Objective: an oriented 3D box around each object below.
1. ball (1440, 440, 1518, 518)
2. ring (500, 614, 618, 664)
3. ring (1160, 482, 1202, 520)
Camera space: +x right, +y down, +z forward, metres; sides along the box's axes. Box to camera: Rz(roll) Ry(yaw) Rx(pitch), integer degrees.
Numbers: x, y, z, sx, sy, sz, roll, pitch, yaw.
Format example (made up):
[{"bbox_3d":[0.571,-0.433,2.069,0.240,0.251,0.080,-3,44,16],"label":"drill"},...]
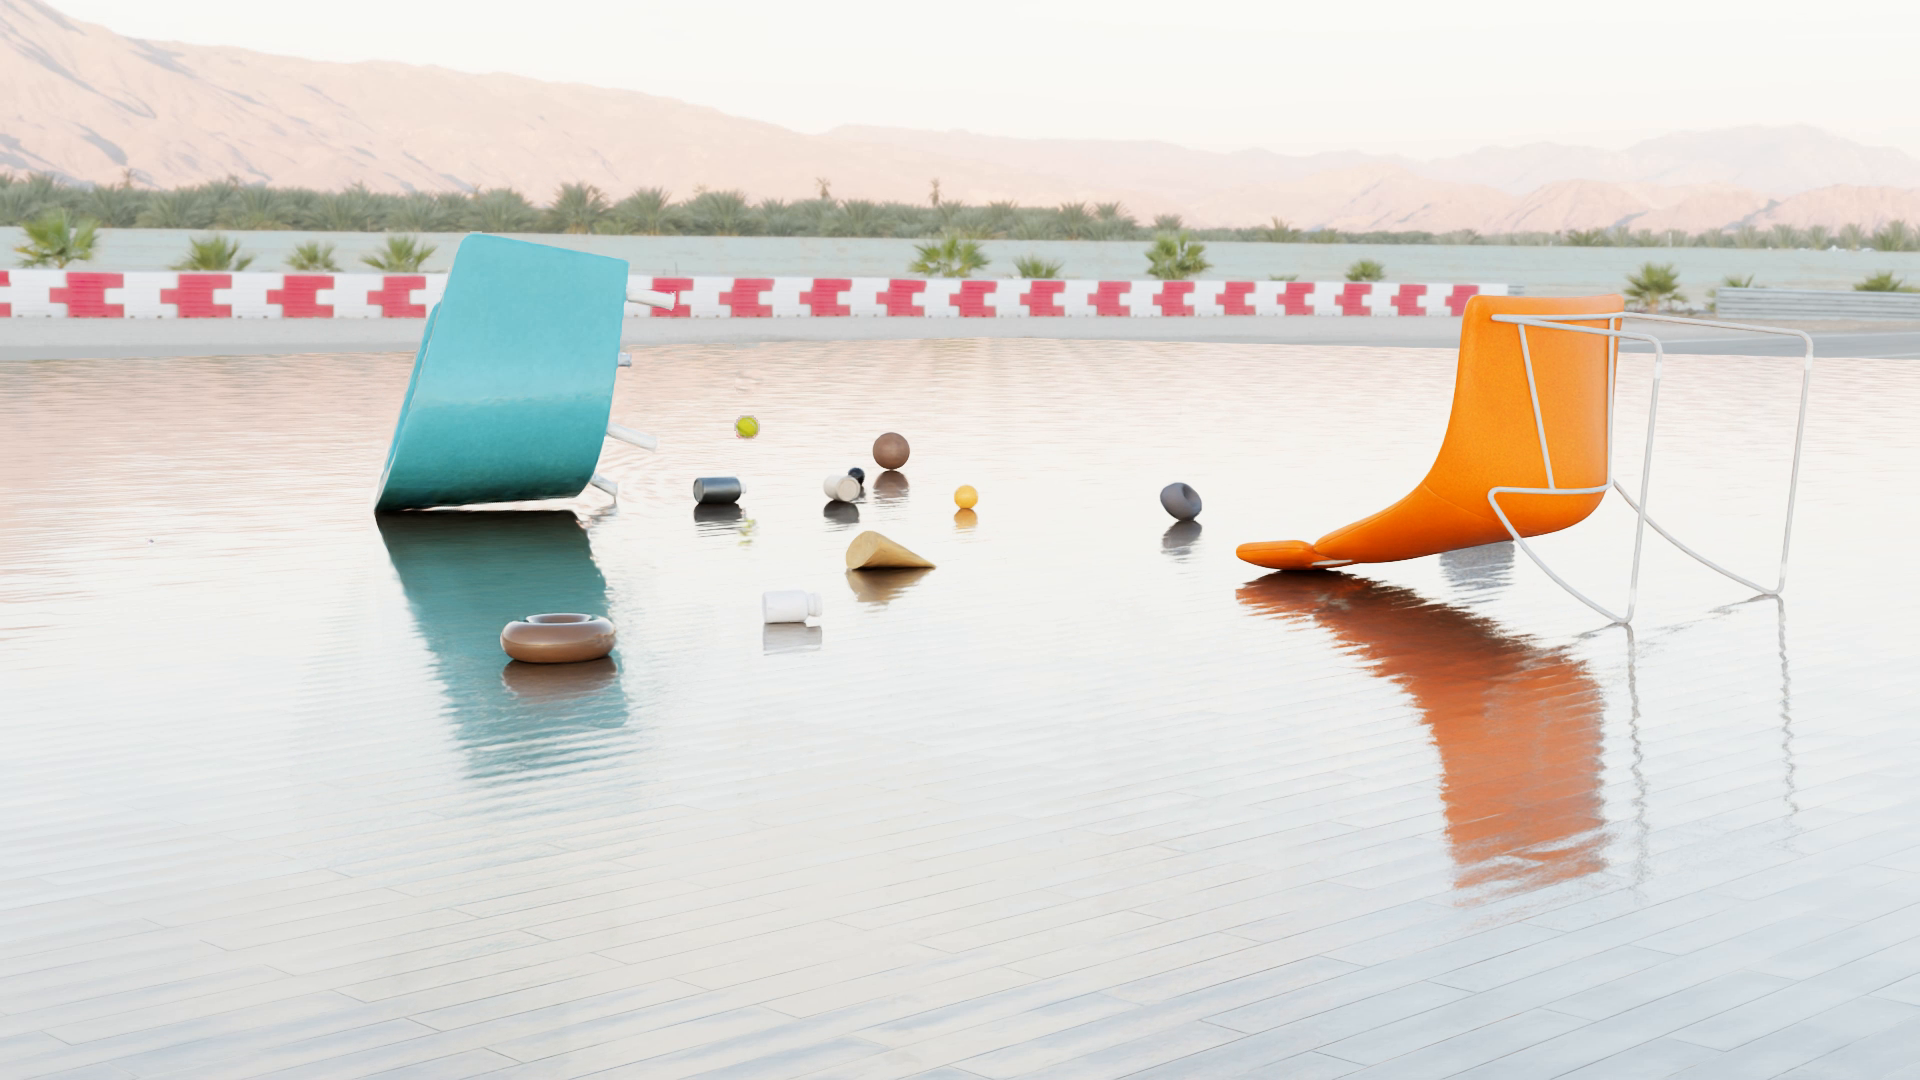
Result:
[{"bbox_3d":[1.416,-0.167,7.009,0.210,0.210,0.210,0,6,0],"label":"ball"},{"bbox_3d":[-0.694,0.169,4.443,0.187,0.068,0.223,4,6,28],"label":"ring"},{"bbox_3d":[0.598,-0.104,6.930,0.063,0.103,0.191,-27,-17,23],"label":"ring"}]
